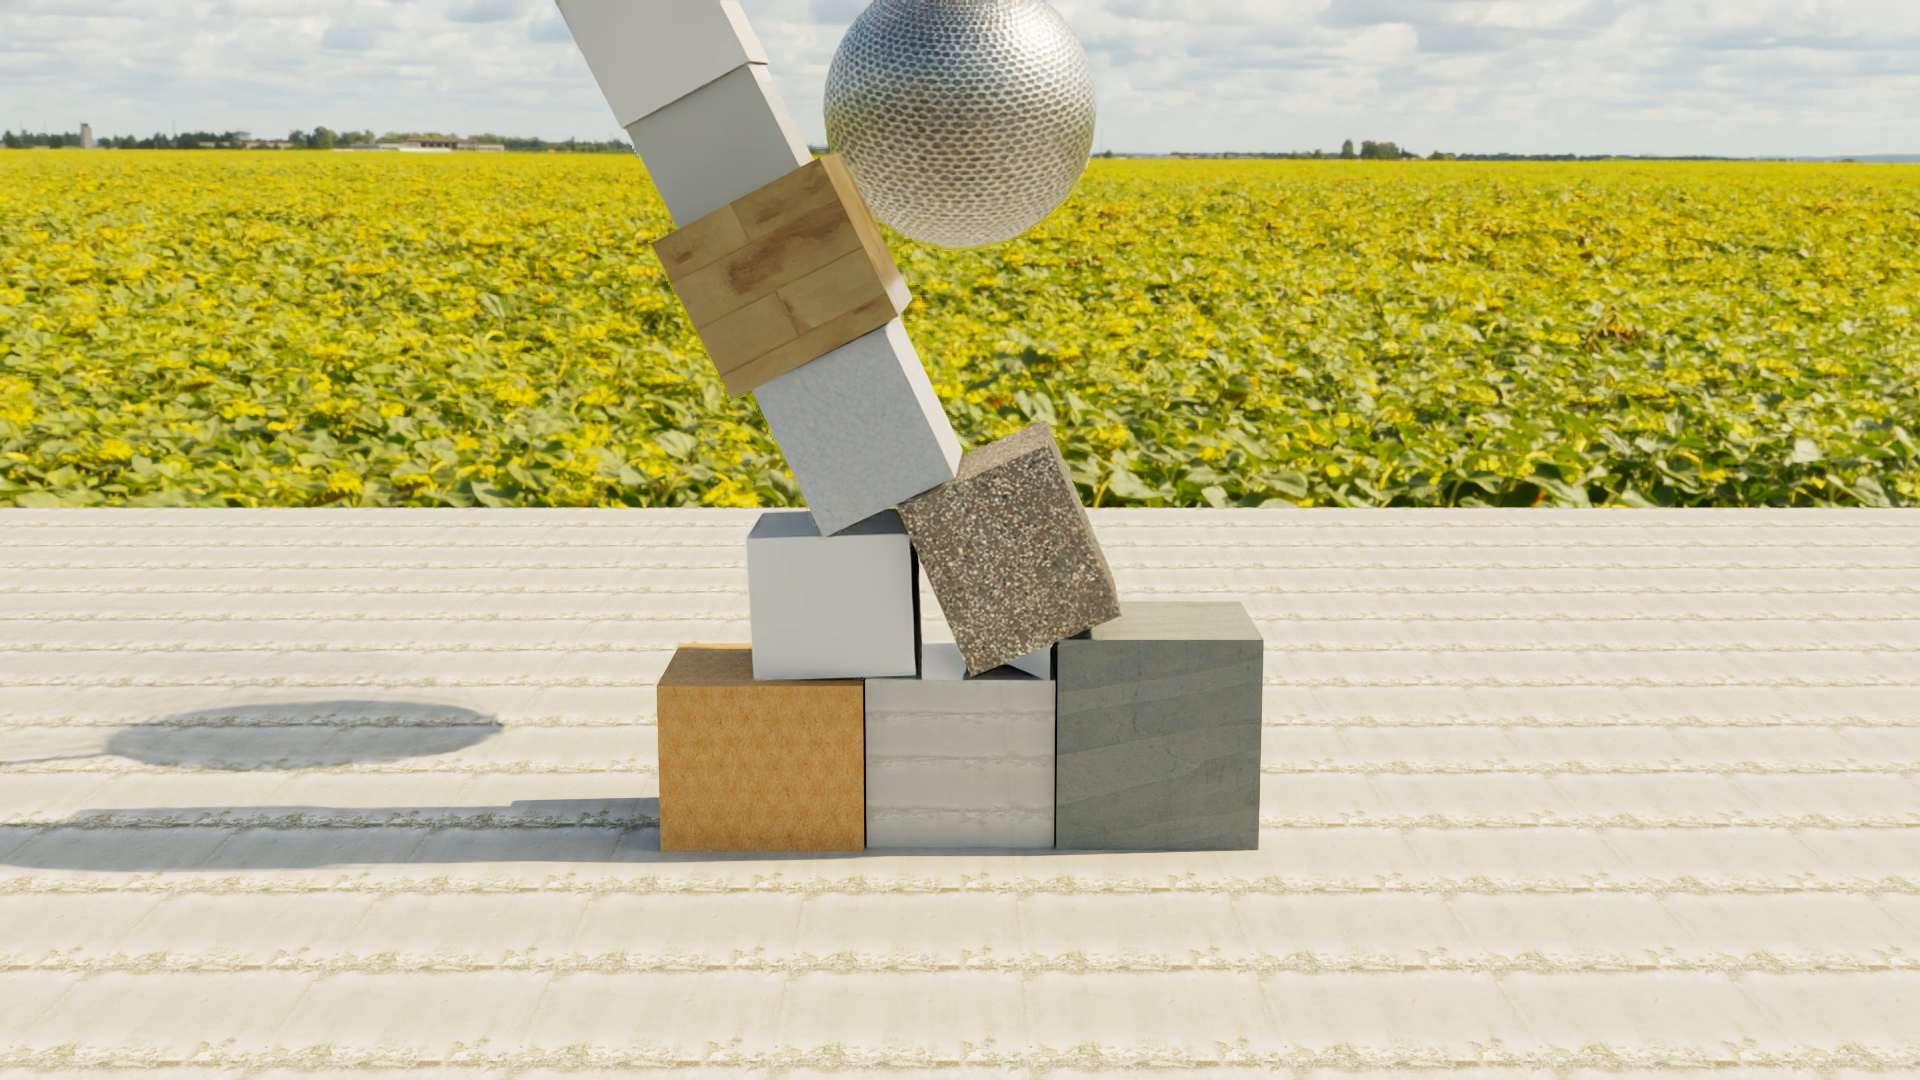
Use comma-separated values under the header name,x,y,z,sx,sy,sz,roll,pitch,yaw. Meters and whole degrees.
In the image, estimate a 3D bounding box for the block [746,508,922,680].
name,x,y,z,sx,sy,sz,roll,pitch,yaw
block,-0.627,0.265,11.230,0.808,0.720,0.717,-2,11,2

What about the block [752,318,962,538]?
name,x,y,z,sx,sy,sz,roll,pitch,yaw
block,-0.500,-0.600,11.086,0.713,0.806,0.856,-25,9,7

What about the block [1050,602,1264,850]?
name,x,y,z,sx,sy,sz,roll,pitch,yaw
block,0.989,0.941,11.370,1.014,1.081,0.913,0,10,0

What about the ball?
name,x,y,z,sx,sy,sz,roll,pitch,yaw
ball,0.000,-2.504,12.833,1.600,1.600,1.600,0,10,0

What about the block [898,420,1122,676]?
name,x,y,z,sx,sy,sz,roll,pitch,yaw
block,0.254,0.023,11.156,0.800,0.920,0.867,-23,10,6

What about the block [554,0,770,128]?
name,x,y,z,sx,sy,sz,roll,pitch,yaw
block,-1.456,-2.513,10.738,0.700,0.744,0.696,-26,9,8

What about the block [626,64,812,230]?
name,x,y,z,sx,sy,sz,roll,pitch,yaw
block,-1.169,-1.943,10.832,0.666,0.543,0.609,-26,9,8

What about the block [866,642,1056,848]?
name,x,y,z,sx,sy,sz,roll,pitch,yaw
block,0.002,1.048,11.380,0.942,0.867,0.822,0,10,0

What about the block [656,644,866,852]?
name,x,y,z,sx,sy,sz,roll,pitch,yaw
block,-0.988,1.055,11.383,1.018,0.851,0.942,0,10,0

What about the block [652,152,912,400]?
name,x,y,z,sx,sy,sz,roll,pitch,yaw
block,-0.860,-1.335,10.963,0.907,0.836,0.945,-26,9,8
